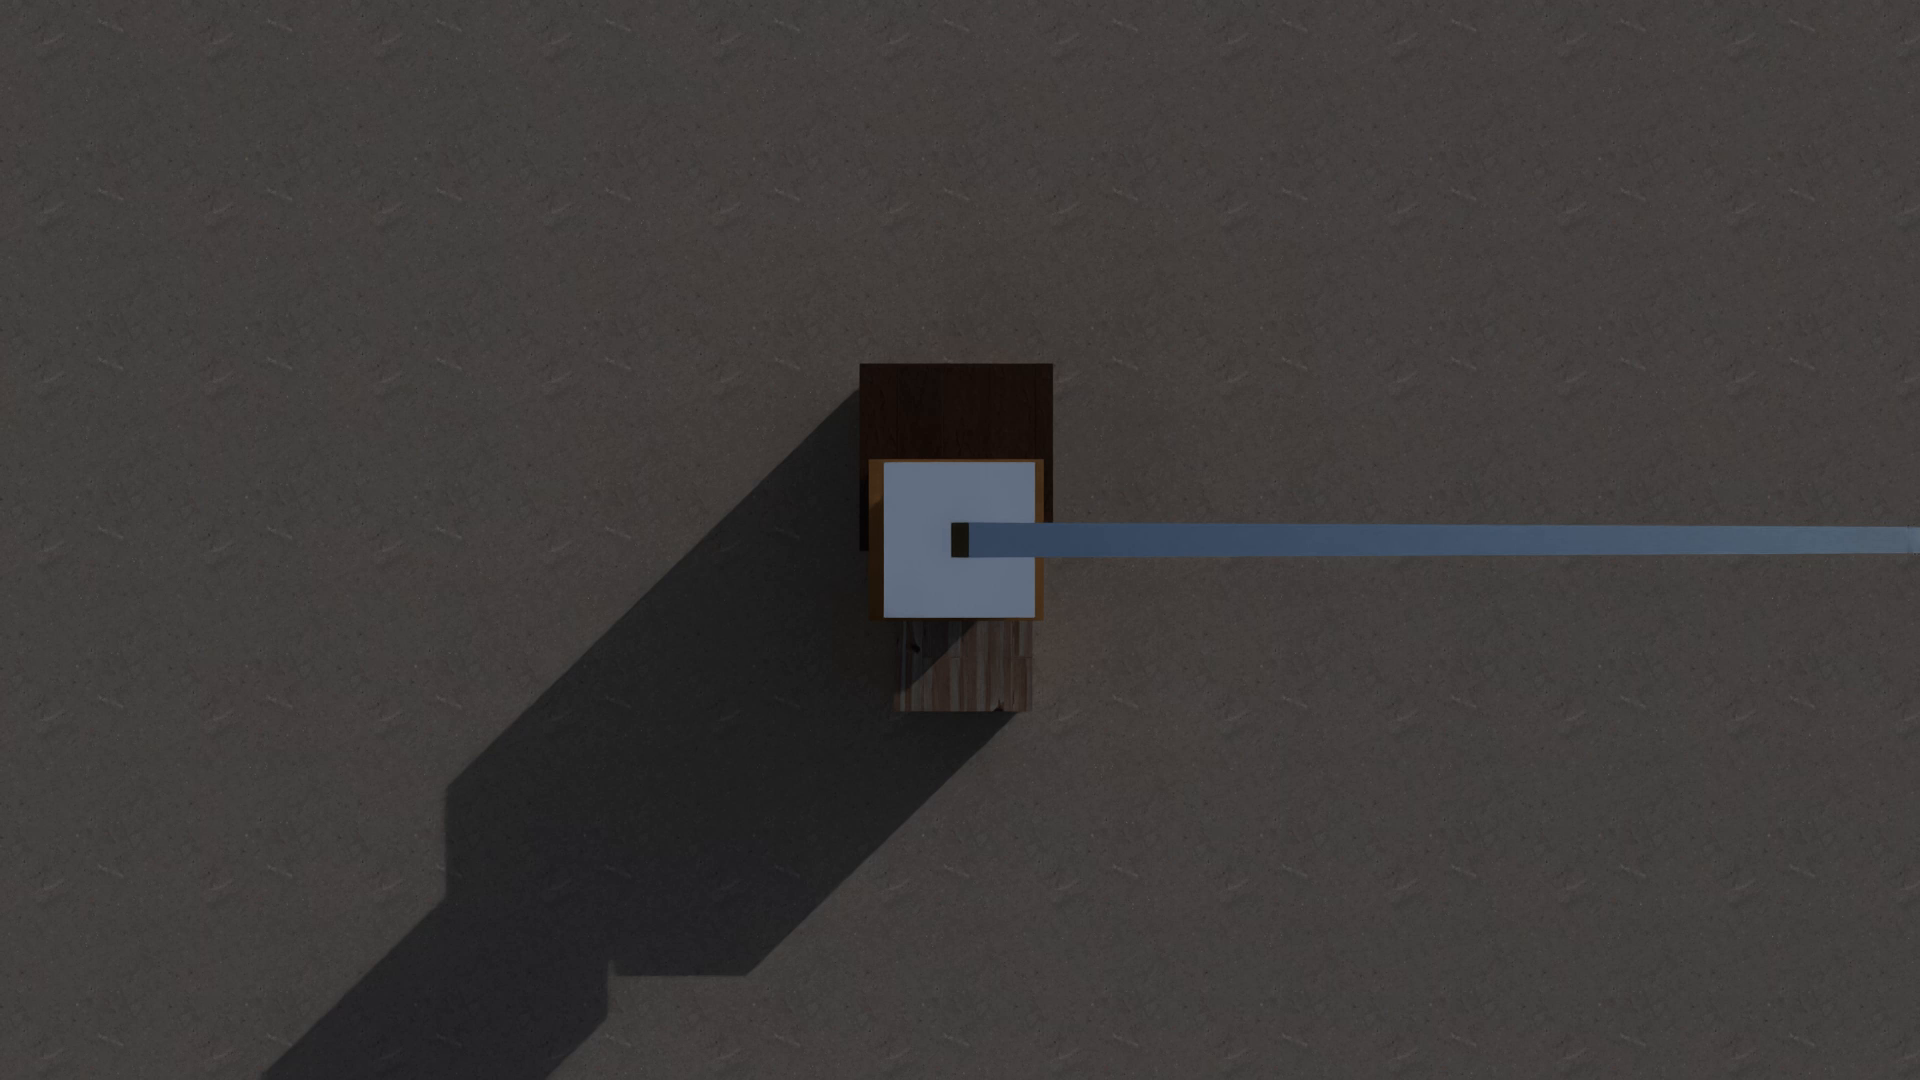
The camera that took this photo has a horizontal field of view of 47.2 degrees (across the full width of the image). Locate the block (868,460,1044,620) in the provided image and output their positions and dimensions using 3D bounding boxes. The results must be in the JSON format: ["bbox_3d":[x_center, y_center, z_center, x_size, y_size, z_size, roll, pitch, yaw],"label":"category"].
[{"bbox_3d":[-0.019,0.000,11.438,0.870,0.994,0.805,0,90,0],"label":"block"}]

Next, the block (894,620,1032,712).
[{"bbox_3d":[0.017,0.514,12.643,0.776,0.714,0.888,0,90,0],"label":"block"}]

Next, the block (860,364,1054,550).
[{"bbox_3d":[-0.020,-0.449,12.467,1.051,1.066,1.017,0,90,0],"label":"block"}]

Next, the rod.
[{"bbox_3d":[2.234,0.000,6.333,5.200,0.080,0.080,0,90,-31],"label":"rod"}]

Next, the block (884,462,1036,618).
[{"bbox_3d":[-0.002,0.000,10.000,0.665,0.658,0.682,0,90,0],"label":"block"}]
